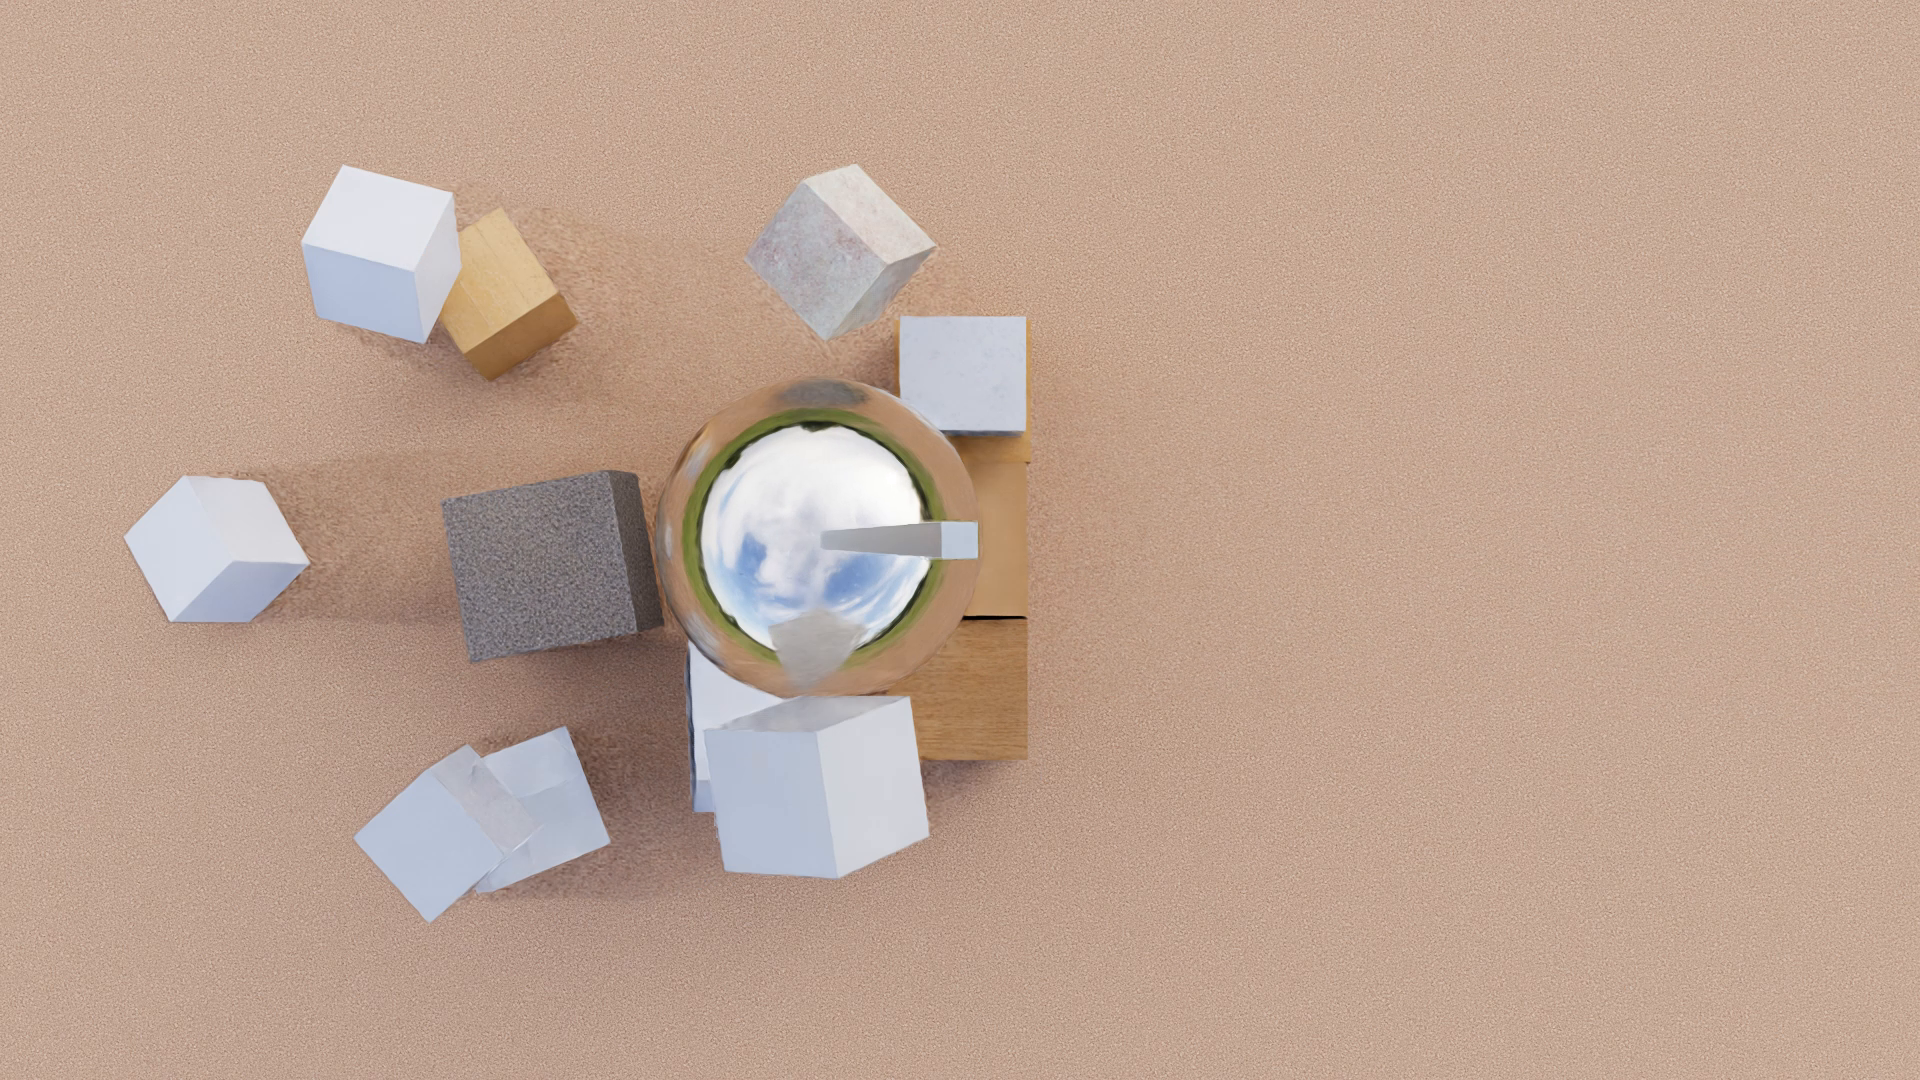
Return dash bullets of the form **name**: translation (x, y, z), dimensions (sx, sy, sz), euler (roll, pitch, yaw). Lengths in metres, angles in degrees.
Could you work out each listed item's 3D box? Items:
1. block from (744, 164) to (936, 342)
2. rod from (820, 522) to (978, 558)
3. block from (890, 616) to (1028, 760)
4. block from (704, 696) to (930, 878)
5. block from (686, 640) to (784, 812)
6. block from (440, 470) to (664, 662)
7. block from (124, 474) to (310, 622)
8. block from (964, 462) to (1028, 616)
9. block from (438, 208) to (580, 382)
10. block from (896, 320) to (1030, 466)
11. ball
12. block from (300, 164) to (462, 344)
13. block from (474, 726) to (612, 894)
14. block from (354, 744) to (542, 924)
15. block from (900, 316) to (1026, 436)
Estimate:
- **block**: translation (-0.599, -1.443, 11.030), dimensions (0.593, 0.566, 0.539), euler (45, 119, 6)
- **rod**: translation (-0.297, 0.000, 7.371), dimensions (0.080, 5.200, 0.080), euler (0, 90, -7)
- **block**: translation (-0.009, 0.836, 12.644), dimensions (0.774, 0.713, 0.787), euler (0, 90, 0)
- **block**: translation (-0.648, 1.106, 9.996), dimensions (0.673, 0.666, 0.653), euler (-3, 98, 37)
- **block**: translation (-1.088, 1.019, 12.390), dimensions (0.849, 0.896, 0.816), euler (-3, 72, -9)
- **block**: translation (-2.300, 0.142, 12.529), dimensions (0.942, 0.917, 0.910), euler (-10, 90, 1)
- **block**: translation (-4.234, 0.059, 12.547), dimensions (0.562, 0.614, 0.604), euler (-40, 72, 18)
- **block**: translation (-0.033, -0.001, 12.615), dimensions (0.815, 0.770, 0.853), euler (-1, 90, 0)
- **block**: translation (-2.661, -1.395, 12.582), dimensions (0.627, 0.627, 0.609), euler (-34, 81, -5)
- **block**: translation (0.017, -0.830, 12.622), dimensions (0.756, 0.755, 0.792), euler (0, 90, 0)
- **ball**: translation (-0.685, 0.000, 10.748), dimensions (1.600, 1.600, 1.600), euler (0, 90, 0)
- **block**: translation (-3.067, -1.517, 11.708), dimensions (0.605, 0.604, 0.565), euler (15, 56, 2)
- **block**: translation (-2.505, 1.543, 12.542), dimensions (0.699, 0.655, 0.708), euler (-21, 88, -22)
- **block**: translation (-2.719, 1.554, 11.697), dimensions (0.572, 0.568, 0.603), euler (-42, 90, 12)
- **block**: translation (0.015, -0.873, 11.887), dimensions (0.663, 0.717, 0.596), euler (0, 90, 0)
